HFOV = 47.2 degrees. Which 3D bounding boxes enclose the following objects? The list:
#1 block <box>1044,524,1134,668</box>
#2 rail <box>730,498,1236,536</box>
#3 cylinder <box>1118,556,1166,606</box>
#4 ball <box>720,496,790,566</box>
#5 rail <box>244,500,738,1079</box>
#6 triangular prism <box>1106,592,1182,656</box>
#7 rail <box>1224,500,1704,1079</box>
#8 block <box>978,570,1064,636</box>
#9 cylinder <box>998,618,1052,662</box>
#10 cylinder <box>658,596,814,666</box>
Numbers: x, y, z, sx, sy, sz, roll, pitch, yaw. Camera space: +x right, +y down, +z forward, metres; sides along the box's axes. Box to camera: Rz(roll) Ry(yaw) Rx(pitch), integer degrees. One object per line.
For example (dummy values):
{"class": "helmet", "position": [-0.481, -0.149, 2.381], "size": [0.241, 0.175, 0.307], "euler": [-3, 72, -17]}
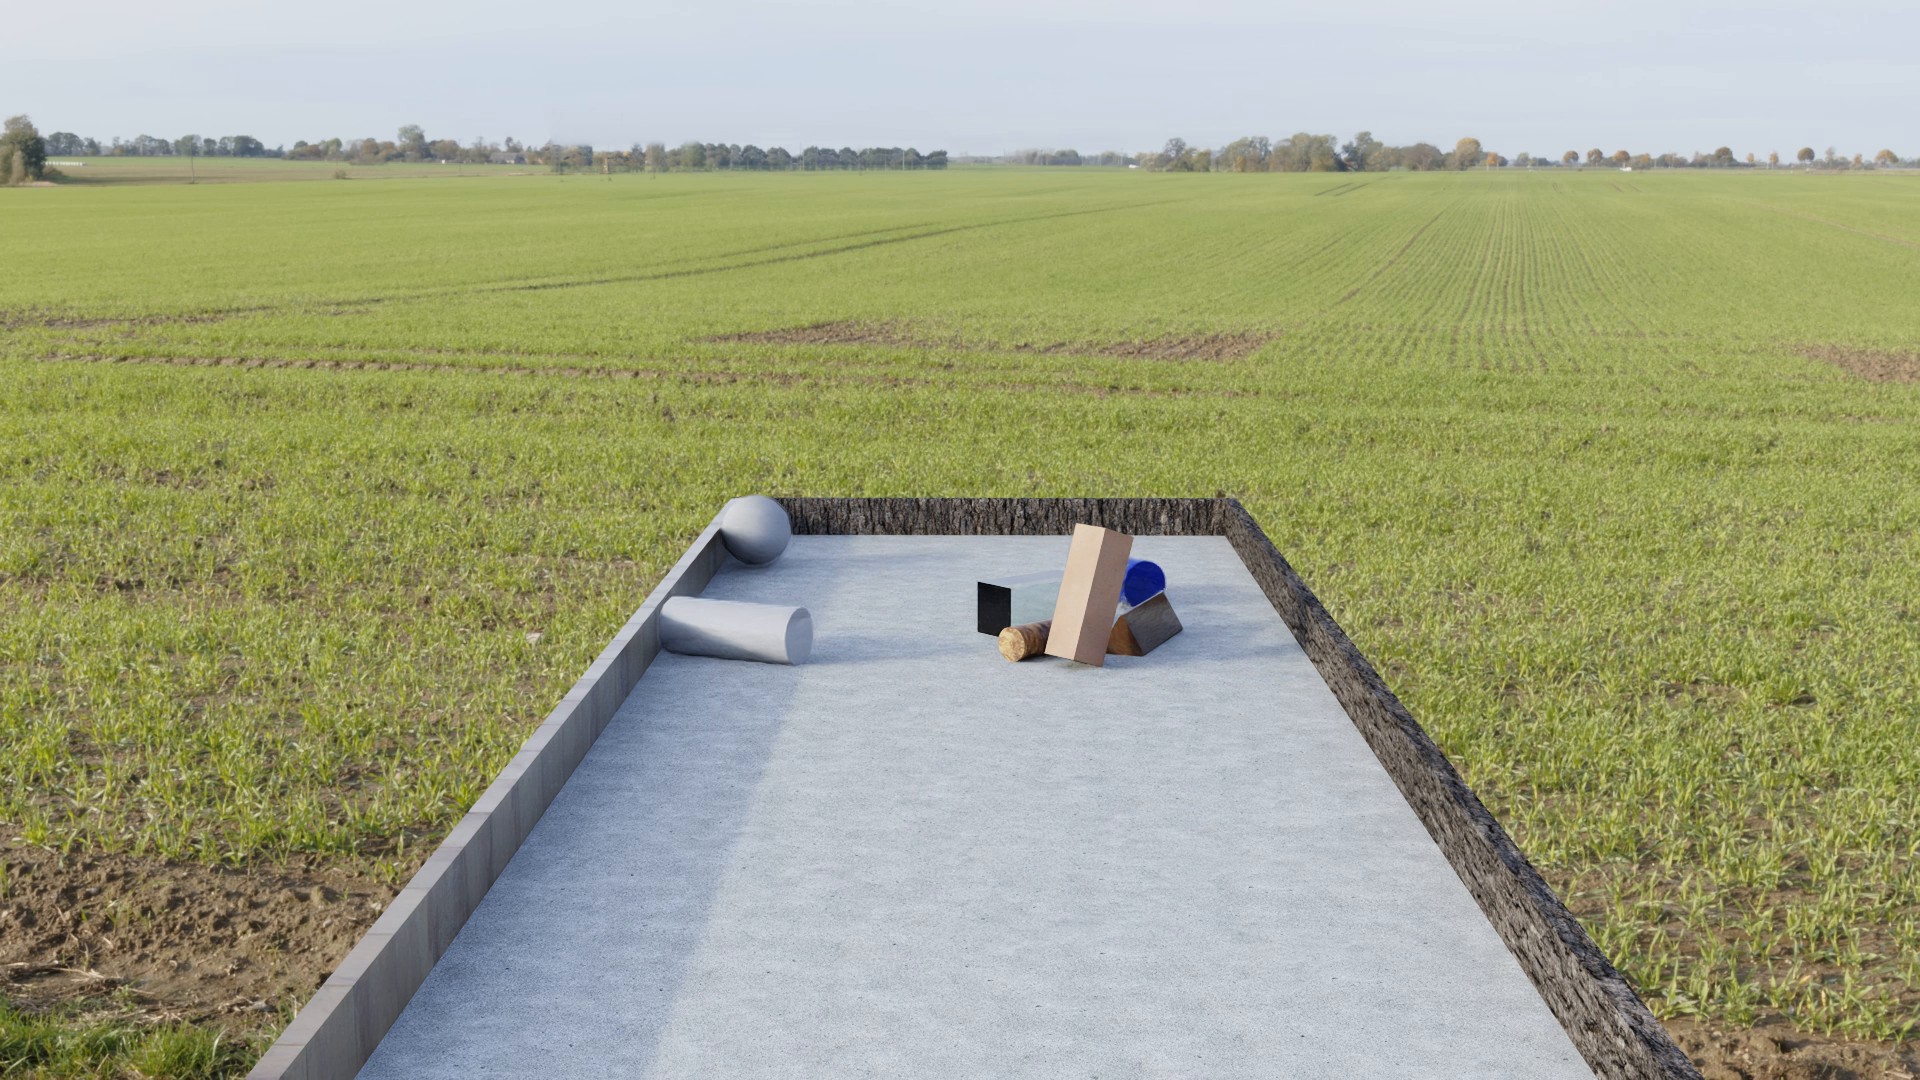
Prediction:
{"class": "block", "position": [0.389, 0.166, 6.615], "size": [0.126, 0.403, 0.126], "euler": [17, -4, -41]}
{"class": "rail", "position": [0.099, -0.098, 9.147], "size": [2.100, 0.150, 0.050], "euler": [0, 9, 1]}
{"class": "cylinder", "position": [0.549, 0.128, 7.672], "size": [0.165, 0.165, 0.372], "euler": [-4, 10, -26]}
{"class": "ball", "position": [-0.779, -0.036, 8.391], "size": [0.264, 0.264, 0.264], "euler": [0, 9, 0]}
{"class": "rail", "position": [-1.004, 0.839, 3.234], "size": [0.050, 0.150, 12.000], "euler": [0, 9, 1]}
{"class": "triangular prism", "position": [0.577, 0.258, 6.965], "size": [0.141, 0.122, 0.440], "euler": [3, 10, 21]}
{"class": "rail", "position": [1.046, 0.843, 3.208], "size": [0.050, 0.150, 12.000], "euler": [0, 9, 1]}
{"class": "block", "position": [0.245, 0.208, 7.162], "size": [0.352, 0.166, 0.166], "euler": [-7, 12, -39]}
{"class": "cylinder", "position": [0.262, 0.298, 6.788], "size": [0.106, 0.106, 0.315], "euler": [8, 12, 42]}
{"class": "cylinder", "position": [-0.685, 0.275, 6.715], "size": [0.445, 0.176, 0.176], "euler": [4, 10, 25]}
